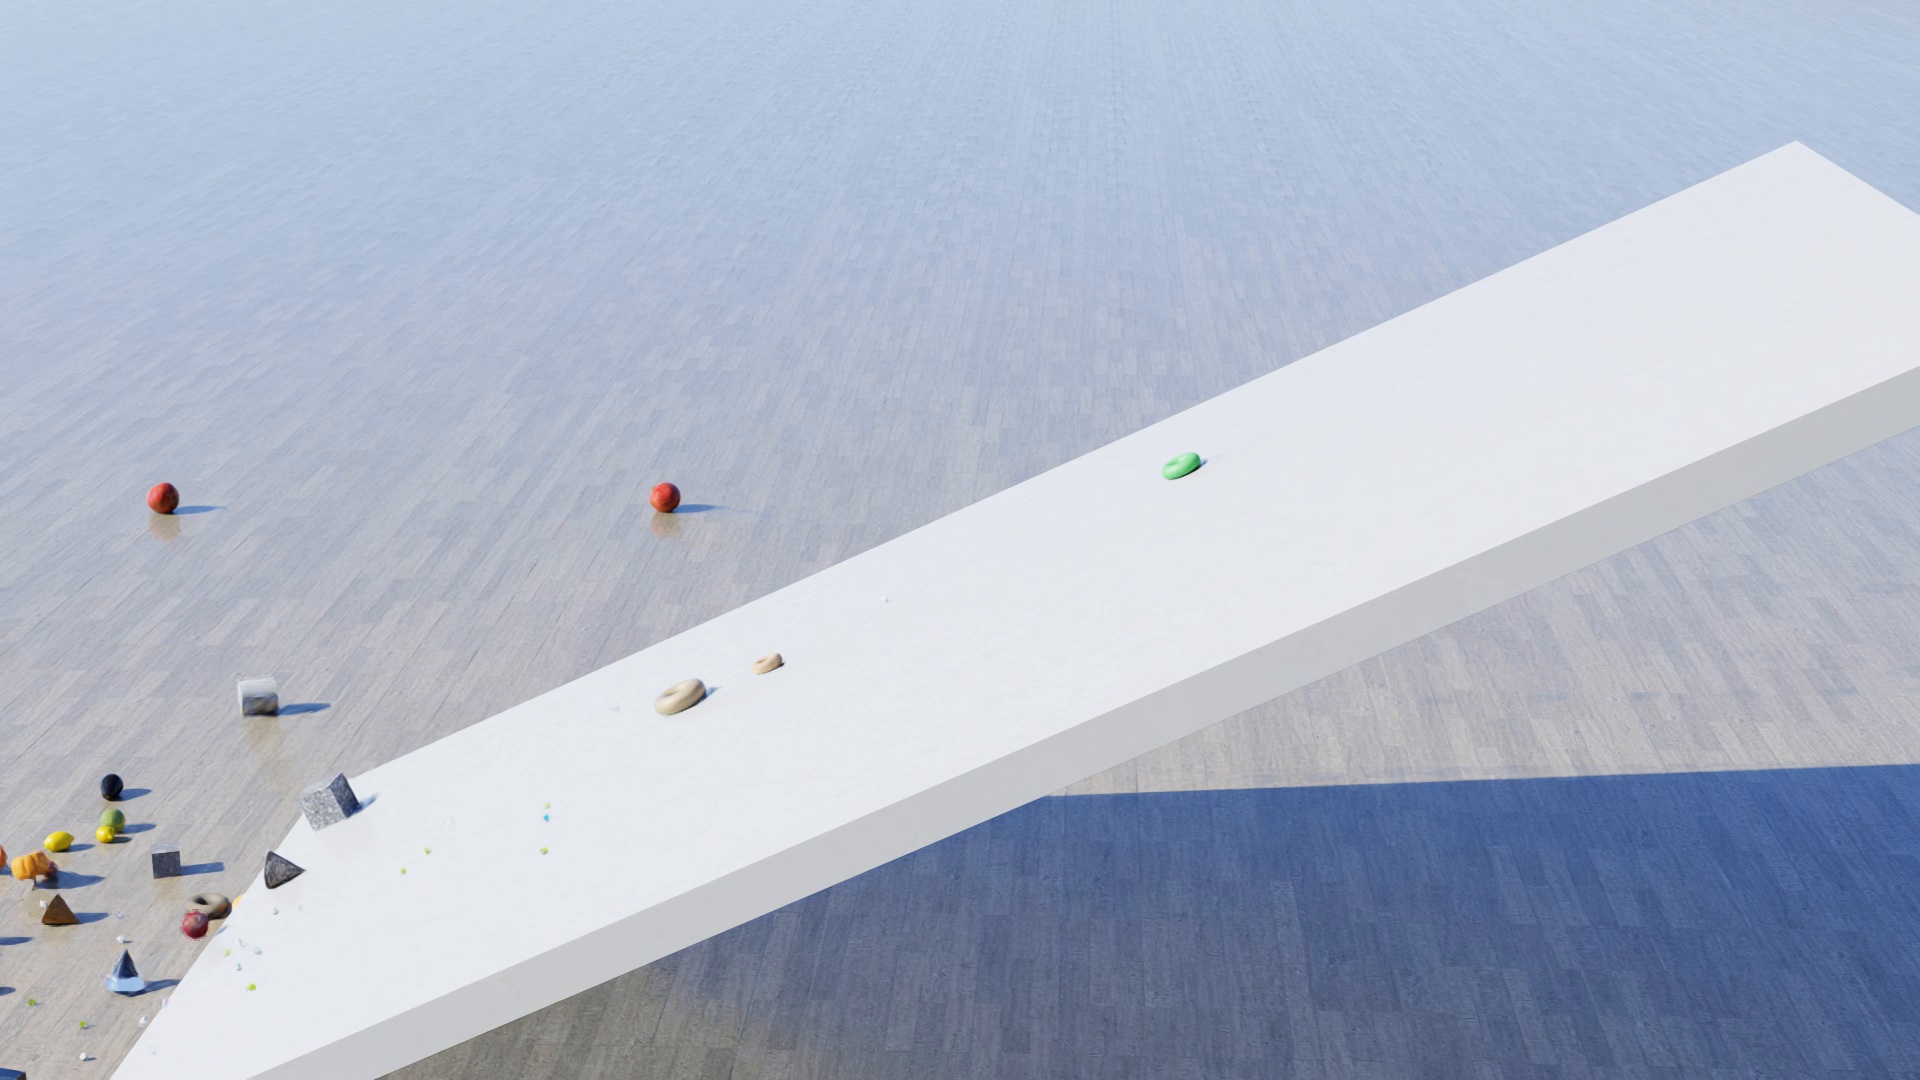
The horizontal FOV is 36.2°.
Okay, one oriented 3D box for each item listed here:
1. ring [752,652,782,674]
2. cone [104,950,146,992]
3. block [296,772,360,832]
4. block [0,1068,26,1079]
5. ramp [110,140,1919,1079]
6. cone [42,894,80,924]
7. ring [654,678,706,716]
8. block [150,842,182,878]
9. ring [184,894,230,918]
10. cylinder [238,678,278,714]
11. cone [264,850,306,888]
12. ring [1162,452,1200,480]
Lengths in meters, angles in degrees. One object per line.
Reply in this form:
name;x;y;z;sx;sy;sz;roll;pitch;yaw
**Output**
ring;-0.437;0.280;6.650;0.077;0.026;0.077;-25;12;5
cone;-1.871;0.958;6.596;0.089;0.089;0.089;4;7;0
block;-1.542;0.639;7.181;0.094;0.094;0.094;-22;14;16
block;-1.965;1.131;6.055;0.061;0.061;0.061;6;17;19
ramp;0.135;0.169;6.282;4.000;0.100;2.000;-24;13;9
cone;-2.117;0.890;6.962;0.079;0.079;0.079;27;17;-2
ring;-0.637;0.357;6.693;0.126;0.042;0.126;-26;12;6
block;-1.960;0.790;7.260;0.066;0.066;0.066;-5;16;-17
ring;-1.798;0.874;7.022;0.106;0.035;0.106;1;17;0
cylinder;-2.011;0.447;8.422;0.098;0.098;0.098;-4;16;-21
cone;-1.563;0.768;6.842;0.088;0.088;0.088;4;16;-1
ring;0.497;-0.167;6.617;0.094;0.031;0.094;-26;12;6
